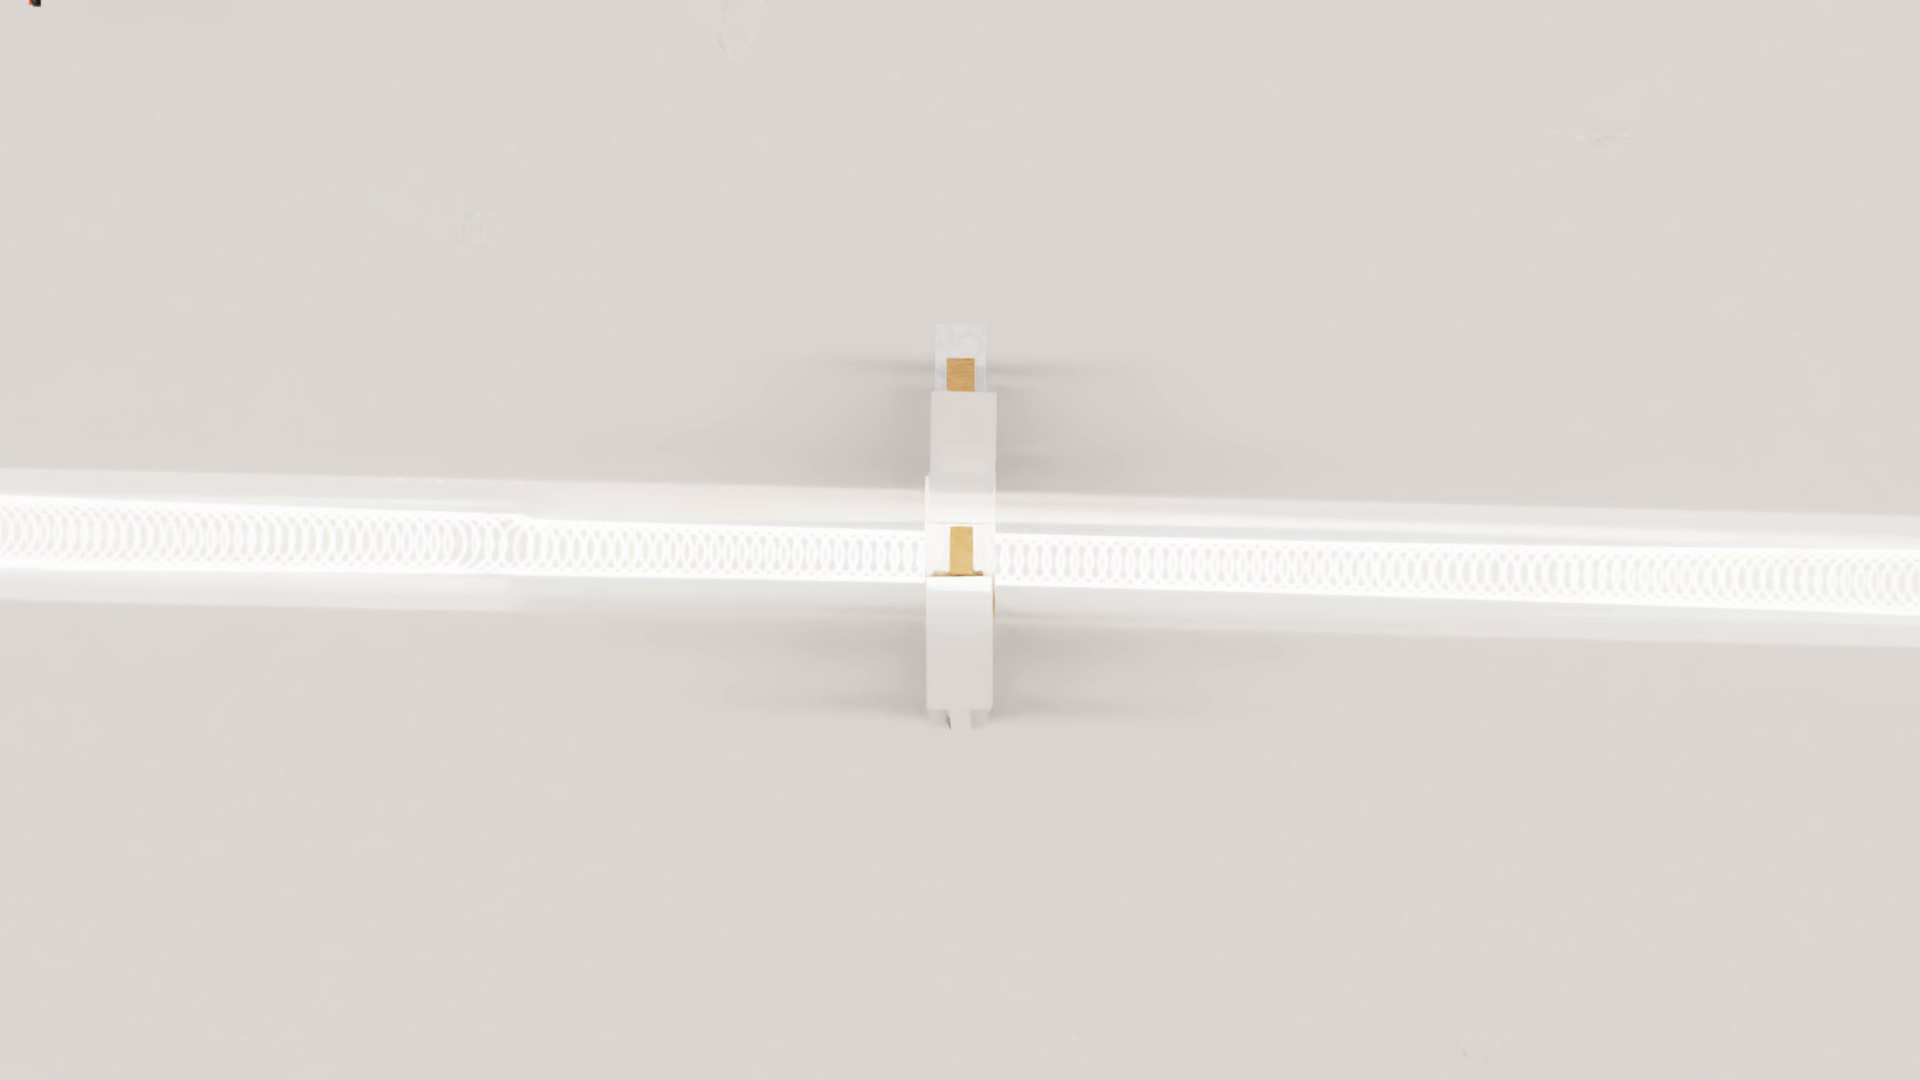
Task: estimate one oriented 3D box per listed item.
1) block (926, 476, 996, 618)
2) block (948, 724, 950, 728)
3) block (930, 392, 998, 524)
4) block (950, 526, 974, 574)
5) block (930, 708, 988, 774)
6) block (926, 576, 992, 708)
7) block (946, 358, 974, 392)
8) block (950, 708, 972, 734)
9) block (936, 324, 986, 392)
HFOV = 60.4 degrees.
[{"bbox_3d":[0.001,0.017,4.136,0.176,0.050,0.352,0,90,0],"label":"block"},{"bbox_3d":[-0.002,0.475,4.269,0.052,0.104,0.015,1,90,0],"label":"block"},{"bbox_3d":[0.007,-0.190,3.791,0.149,0.042,0.299,1,90,0],"label":"block"},{"bbox_3d":[0.004,0.024,3.987,0.058,0.016,0.115,0,90,0],"label":"block"},{"bbox_3d":[-0.002,0.455,4.343,0.155,0.044,0.310,1,90,0],"label":"block"},{"bbox_3d":[-0.001,0.235,3.789,0.150,0.043,0.301,0,90,0],"label":"block"},{"bbox_3d":[0.002,-0.419,4.507,0.076,0.022,0.153,0,90,0],"label":"block"},{"bbox_3d":[0.001,0.440,4.210,0.052,0.015,0.104,-4,90,0],"label":"block"},{"bbox_3d":[0.001,-0.470,4.691,0.144,0.041,0.287,0,90,0],"label":"block"}]
